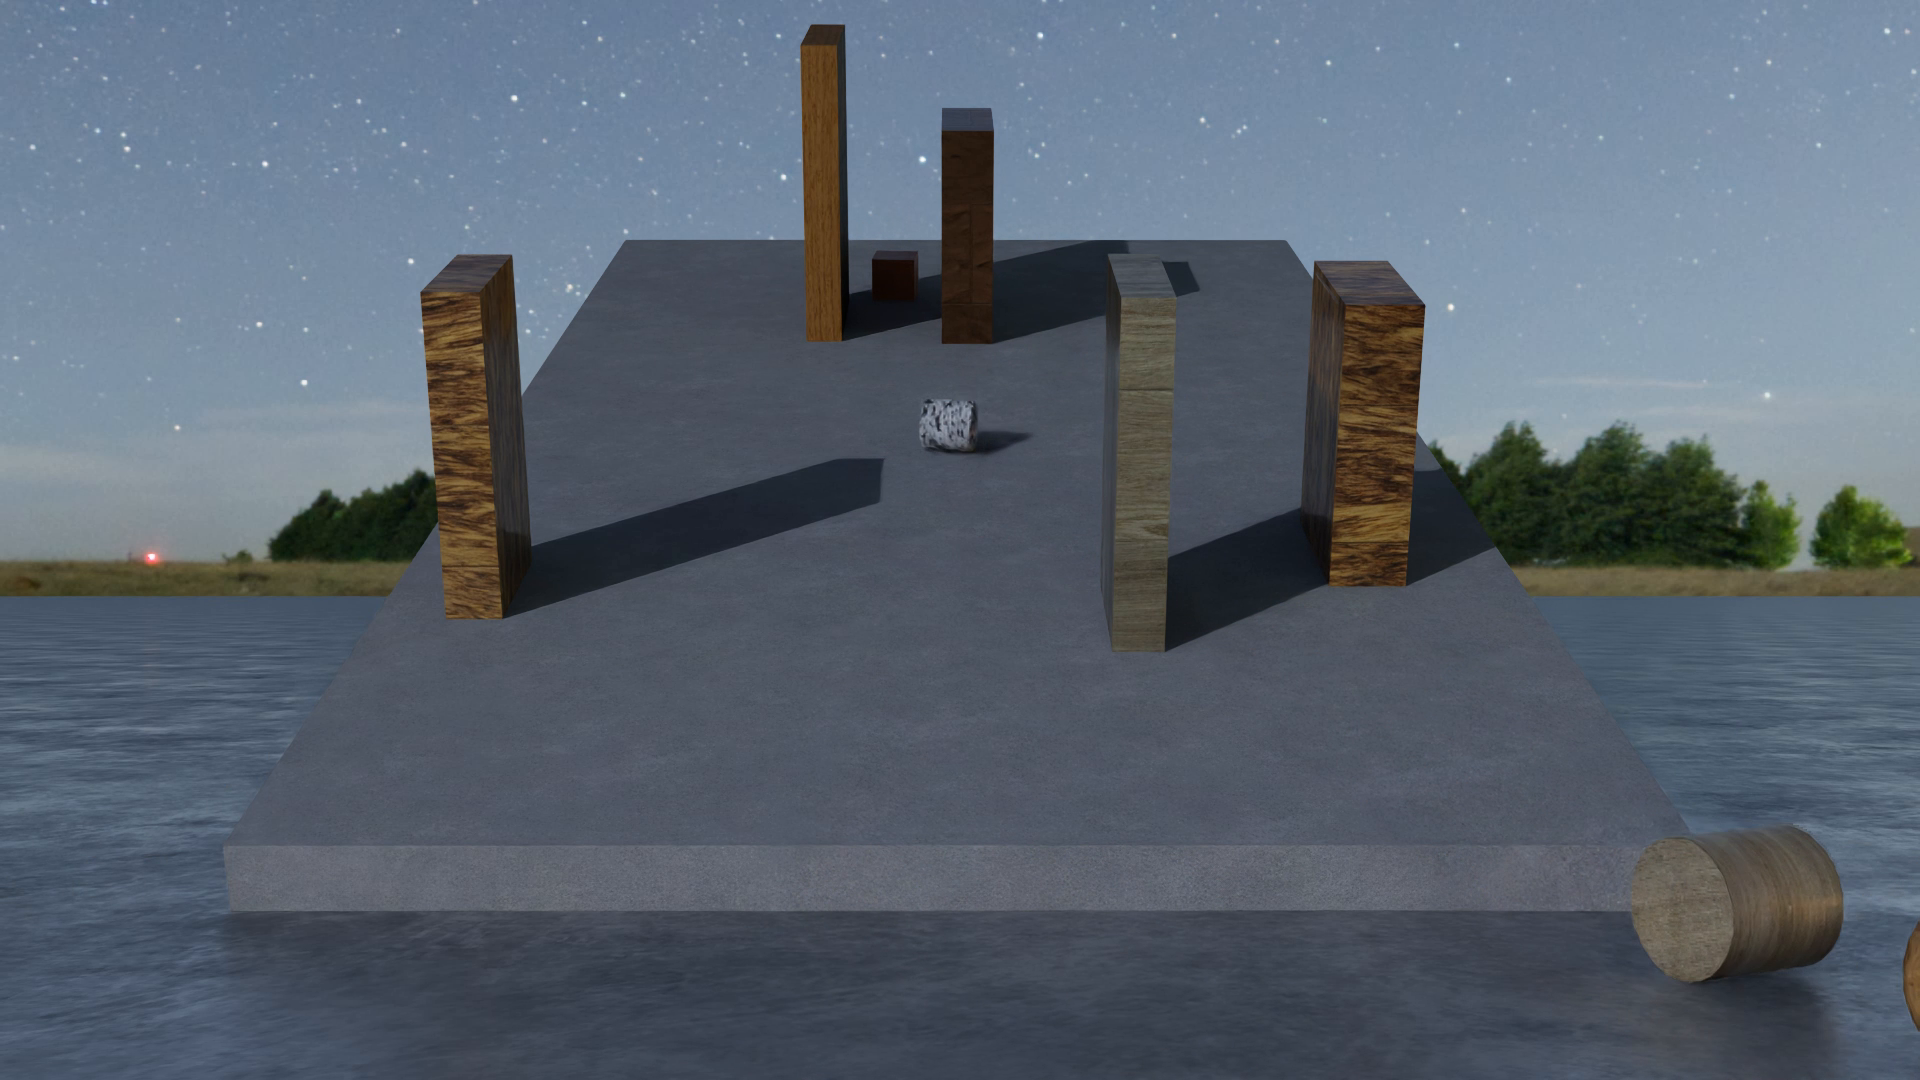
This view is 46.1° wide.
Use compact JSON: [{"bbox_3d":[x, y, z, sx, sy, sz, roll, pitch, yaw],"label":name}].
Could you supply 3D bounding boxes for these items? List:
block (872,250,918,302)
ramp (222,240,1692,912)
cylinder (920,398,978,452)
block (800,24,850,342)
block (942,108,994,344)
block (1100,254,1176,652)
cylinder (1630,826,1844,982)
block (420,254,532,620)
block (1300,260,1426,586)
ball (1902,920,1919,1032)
[{"bbox_3d":[-0.175,-0.715,6.104,0.113,0.113,0.113,2,19,4],"label":"block"},{"bbox_3d":[-0.004,-0.200,4.959,2.000,0.100,4.000,0,19,0],"label":"ramp"},{"bbox_3d":[-0.022,-0.242,4.759,0.106,0.106,0.106,4,-1,9],"label":"cylinder"},{"bbox_3d":[-0.340,-0.914,5.740,0.088,0.730,0.436,0,19,0],"label":"block"},{"bbox_3d":[0.018,-0.801,5.722,0.127,0.530,0.373,0,19,0],"label":"block"},{"bbox_3d":[0.293,-0.150,3.766,0.086,0.595,0.325,0,19,0],"label":"block"},{"bbox_3d":[0.880,0.411,2.561,0.162,0.162,0.162,-2,0,-25],"label":"cylinder"},{"bbox_3d":[-0.828,-0.182,3.890,0.096,0.569,0.292,0,19,0],"label":"block"},{"bbox_3d":[0.723,-0.217,4.085,0.136,0.510,0.353,0,19,0],"label":"block"},{"bbox_3d":[0.930,0.389,1.982,0.189,0.189,0.189,0,-1,0],"label":"ball"}]
